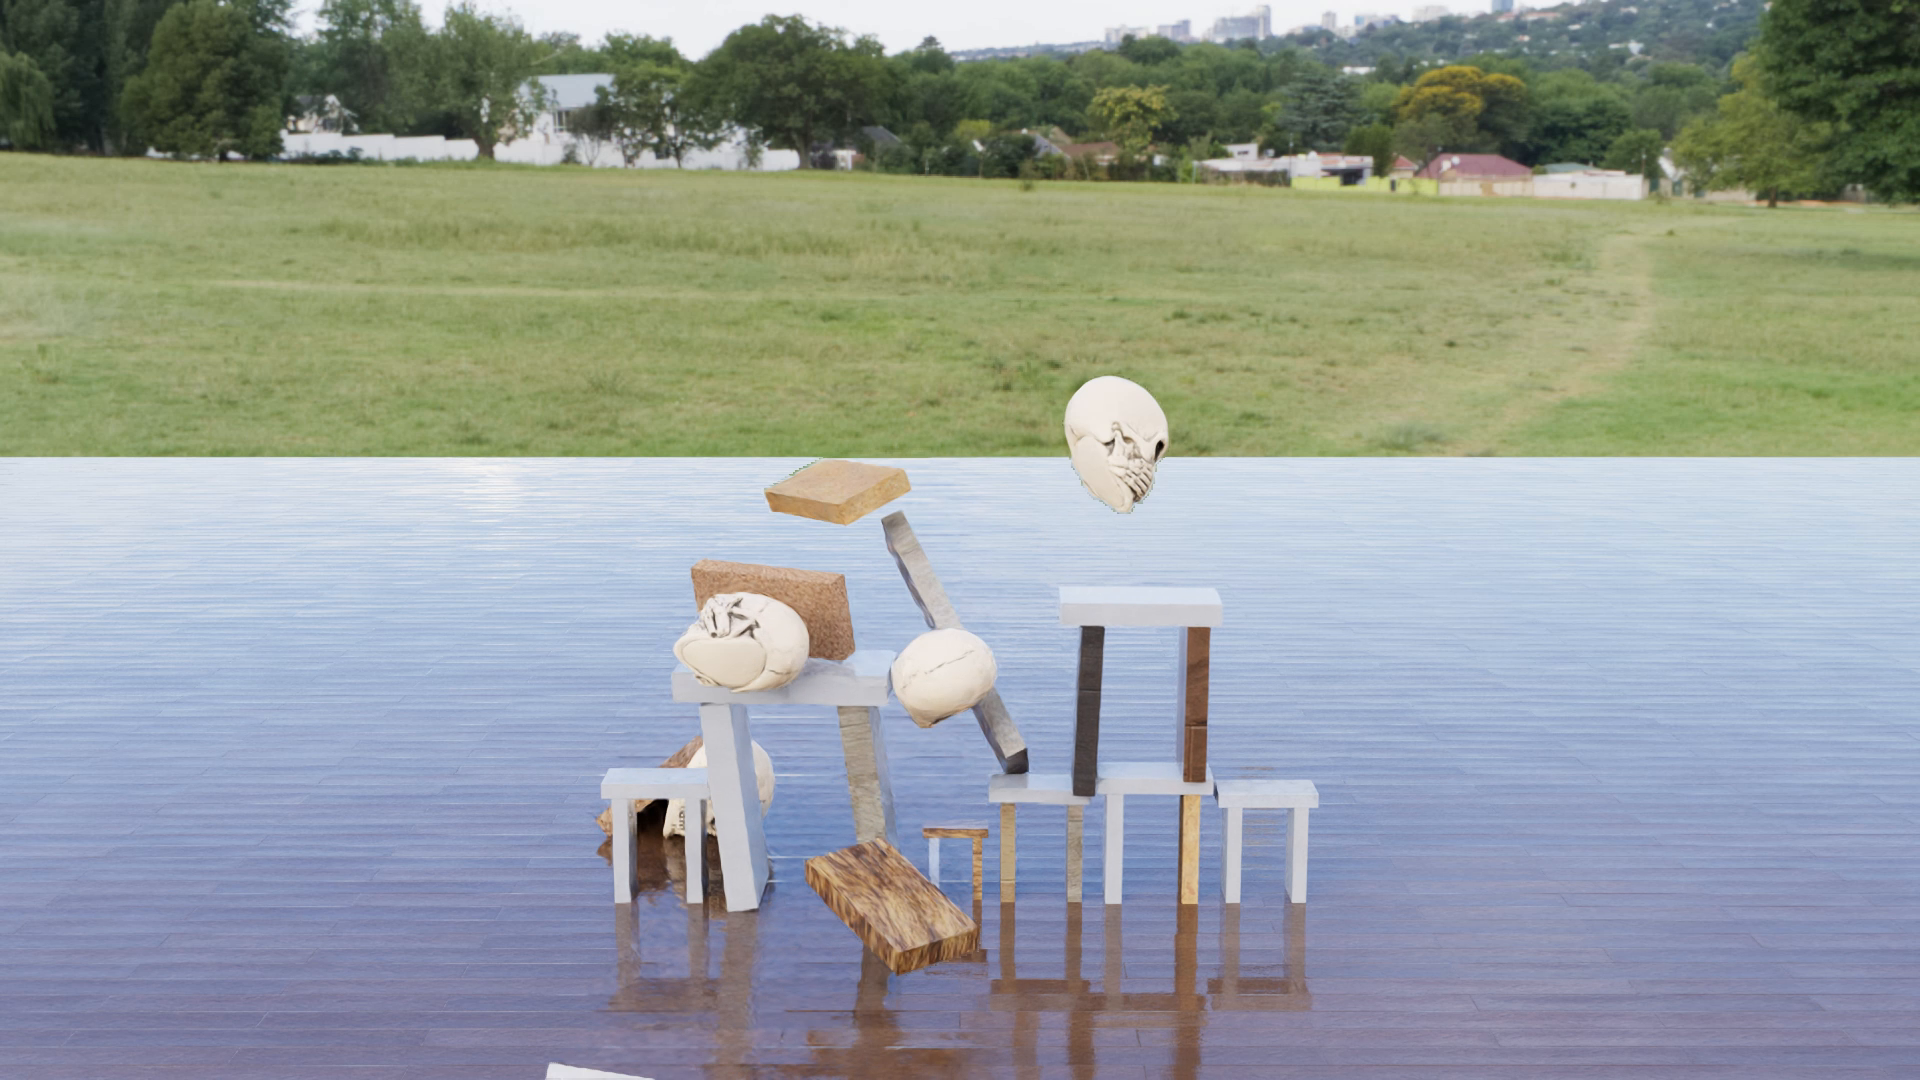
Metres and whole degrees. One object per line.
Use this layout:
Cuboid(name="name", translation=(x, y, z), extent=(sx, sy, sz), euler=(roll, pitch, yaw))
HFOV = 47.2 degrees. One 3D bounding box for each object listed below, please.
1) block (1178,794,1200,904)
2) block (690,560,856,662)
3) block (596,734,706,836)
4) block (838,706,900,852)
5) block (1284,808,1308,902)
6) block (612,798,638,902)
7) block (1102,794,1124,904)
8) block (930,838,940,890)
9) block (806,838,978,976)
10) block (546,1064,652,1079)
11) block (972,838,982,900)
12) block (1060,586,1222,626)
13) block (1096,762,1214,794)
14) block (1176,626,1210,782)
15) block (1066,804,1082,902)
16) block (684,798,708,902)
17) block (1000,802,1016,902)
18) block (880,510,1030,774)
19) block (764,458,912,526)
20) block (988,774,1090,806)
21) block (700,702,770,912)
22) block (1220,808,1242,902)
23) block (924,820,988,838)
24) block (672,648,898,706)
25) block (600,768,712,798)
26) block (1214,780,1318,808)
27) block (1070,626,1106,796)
Cuboid(name="block", translation=(0.380, 0.498, 3.650), extent=(0.027, 0.188, 0.094), euler=(1, 11, 2))
Cuboid(name="block", translation=(-0.311, 0.115, 3.649), extent=(0.279, 0.140, 0.040), euler=(6, 26, 28))
Cuboid(name="block", translation=(-0.566, 0.453, 4.079), extent=(0.139, 0.040, 0.279), euler=(-39, 1, 15))
Cuboid(name="block", translation=(-0.146, 0.419, 3.636), extent=(0.049, 0.346, 0.173), euler=(-7, 10, 3))
Cuboid(name="block", translation=(0.559, 0.511, 3.651), extent=(0.023, 0.163, 0.081), euler=(0, 11, 0))
Cuboid(name="block", translation=(-0.556, 0.502, 3.653), extent=(0.025, 0.178, 0.089), euler=(0, 11, 0))
Cuboid(name="block", translation=(0.254, 0.498, 3.650), extent=(0.027, 0.188, 0.094), euler=(1, 11, 1))
Cuboid(name="block", translation=(-0.042, 0.538, 3.658), extent=(0.015, 0.106, 0.053), euler=(0, 11, 0))
Cuboid(name="block", translation=(-0.105, 0.544, 3.288), extent=(0.137, 0.039, 0.274), euler=(-12, 29, -30))
Cuboid(name="block", translation=(-0.356, 0.705, 2.572), extent=(0.279, 0.140, 0.040), euler=(7, -18, 7))
Cuboid(name="block", translation=(0.029, 0.538, 3.658), extent=(0.015, 0.106, 0.053), euler=(0, 11, 0))
Cuboid(name="block", translation=(0.292, 0.108, 3.576), extent=(0.257, 0.036, 0.129), euler=(1, 11, 1))
Cuboid(name="block", translation=(0.319, 0.393, 3.626), extent=(0.188, 0.027, 0.094), euler=(0, 11, 1))
Cuboid(name="block", translation=(0.381, 0.254, 3.598), extent=(0.036, 0.257, 0.129), euler=(1, 11, 0))
Cuboid(name="block", translation=(0.190, 0.508, 3.655), extent=(0.023, 0.166, 0.083), euler=(0, 11, 0))
Cuboid(name="block", translation=(-0.437, 0.502, 3.653), extent=(0.025, 0.178, 0.089), euler=(0, 11, 0))
Cuboid(name="block", translation=(0.079, 0.508, 3.654), extent=(0.023, 0.166, 0.083), euler=(0, 11, 0))
Cuboid(name="block", translation=(-0.009, 0.178, 3.760), extent=(0.039, 0.480, 0.137), euler=(-25, -21, -7))
Cuboid(name="block", translation=(-0.212, -0.085, 3.775), extent=(0.137, 0.039, 0.275), euler=(-29, 20, -26))
Cuboid(name="block", translation=(0.132, 0.412, 3.644), extent=(0.166, 0.023, 0.083), euler=(2, 11, 2))
Cuboid(name="block", translation=(-0.371, 0.418, 3.637), extent=(0.049, 0.346, 0.173), euler=(-6, 10, 3))
Cuboid(name="block", translation=(0.450, 0.511, 3.651), extent=(0.023, 0.163, 0.081), euler=(0, 11, 0))
Cuboid(name="block", translation=(-0.007, 0.478, 3.647), extent=(0.106, 0.015, 0.053), euler=(0, 11, 0))
Cuboid(name="block", translation=(-0.283, 0.223, 3.599), extent=(0.346, 0.049, 0.173), euler=(1, 11, 4))
Cuboid(name="block", translation=(-0.497, 0.402, 3.634), extent=(0.178, 0.025, 0.089), euler=(0, 11, 0))
Cuboid(name="block", translation=(0.505, 0.419, 3.634), extent=(0.163, 0.023, 0.081), euler=(0, 11, 0))
Cuboid(name="block", translation=(0.209, 0.265, 3.607), extent=(0.036, 0.283, 0.129), euler=(3, 11, 1))
